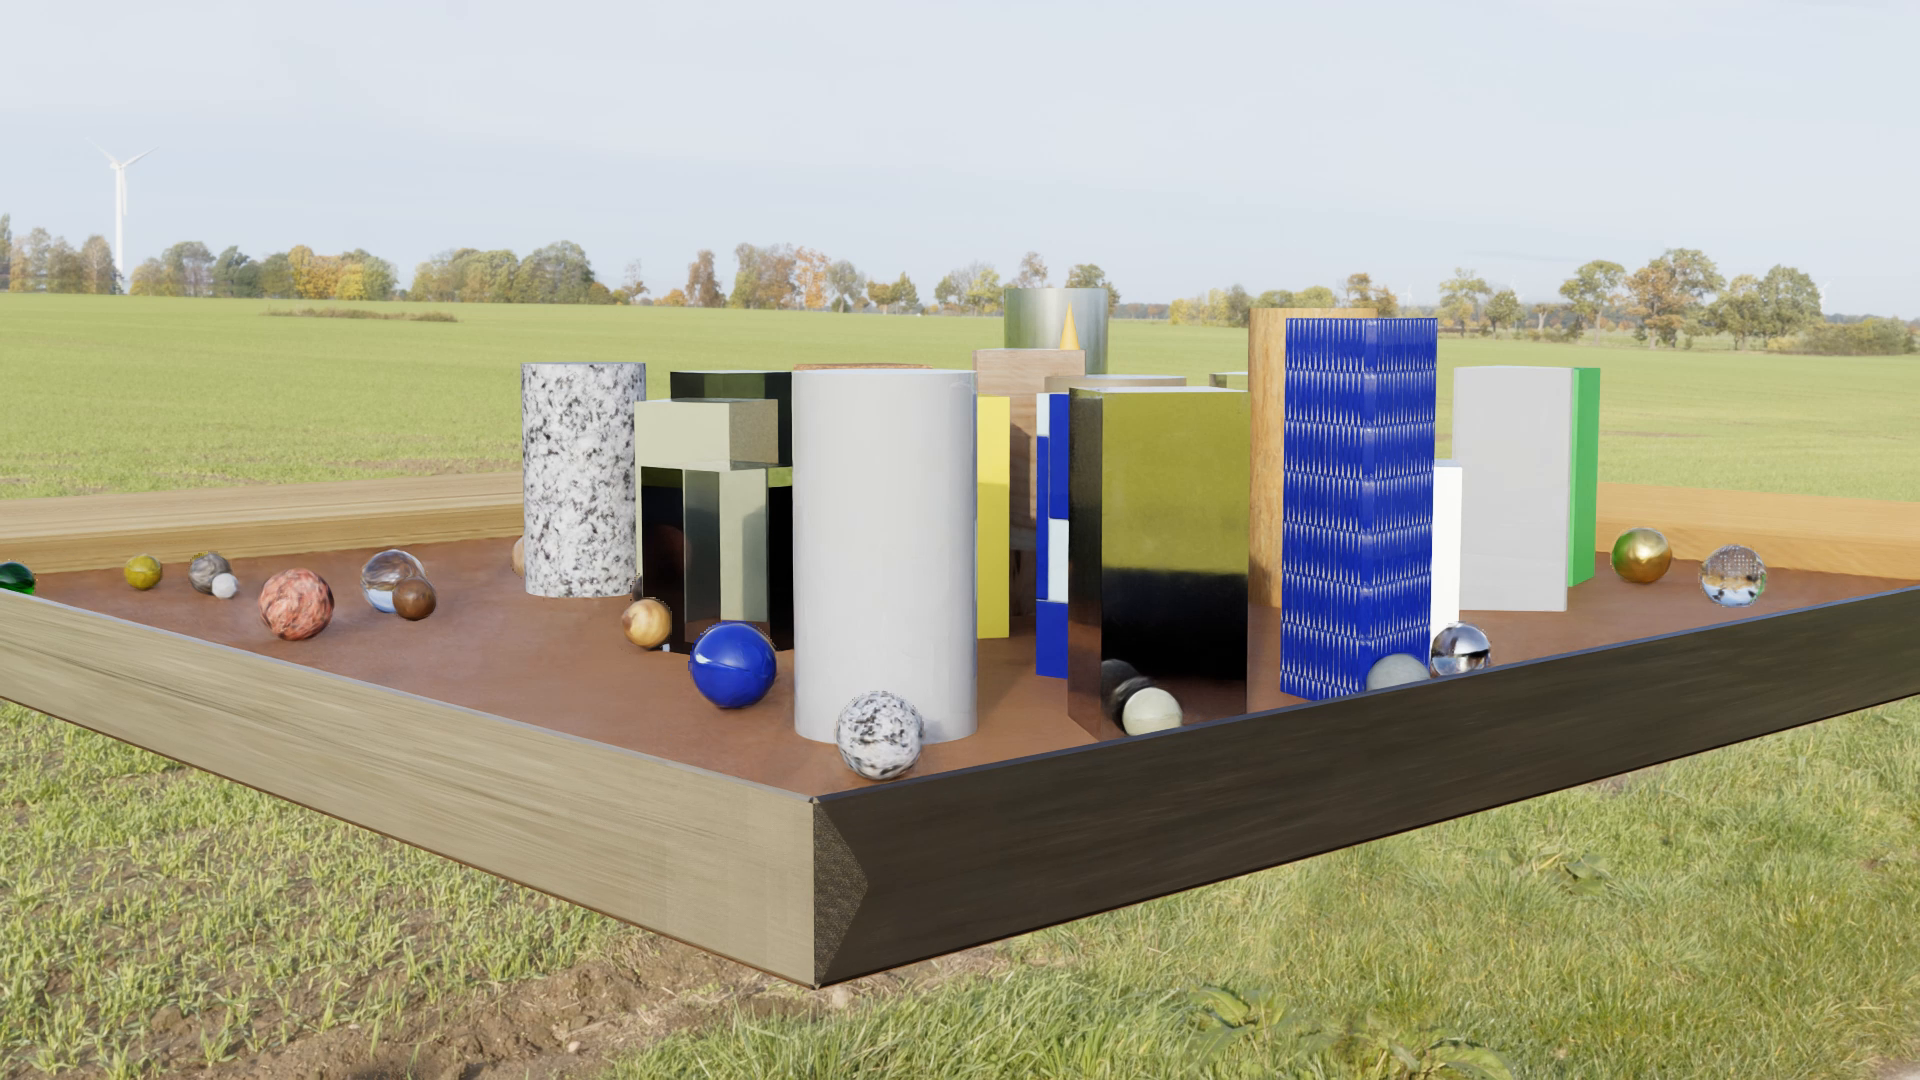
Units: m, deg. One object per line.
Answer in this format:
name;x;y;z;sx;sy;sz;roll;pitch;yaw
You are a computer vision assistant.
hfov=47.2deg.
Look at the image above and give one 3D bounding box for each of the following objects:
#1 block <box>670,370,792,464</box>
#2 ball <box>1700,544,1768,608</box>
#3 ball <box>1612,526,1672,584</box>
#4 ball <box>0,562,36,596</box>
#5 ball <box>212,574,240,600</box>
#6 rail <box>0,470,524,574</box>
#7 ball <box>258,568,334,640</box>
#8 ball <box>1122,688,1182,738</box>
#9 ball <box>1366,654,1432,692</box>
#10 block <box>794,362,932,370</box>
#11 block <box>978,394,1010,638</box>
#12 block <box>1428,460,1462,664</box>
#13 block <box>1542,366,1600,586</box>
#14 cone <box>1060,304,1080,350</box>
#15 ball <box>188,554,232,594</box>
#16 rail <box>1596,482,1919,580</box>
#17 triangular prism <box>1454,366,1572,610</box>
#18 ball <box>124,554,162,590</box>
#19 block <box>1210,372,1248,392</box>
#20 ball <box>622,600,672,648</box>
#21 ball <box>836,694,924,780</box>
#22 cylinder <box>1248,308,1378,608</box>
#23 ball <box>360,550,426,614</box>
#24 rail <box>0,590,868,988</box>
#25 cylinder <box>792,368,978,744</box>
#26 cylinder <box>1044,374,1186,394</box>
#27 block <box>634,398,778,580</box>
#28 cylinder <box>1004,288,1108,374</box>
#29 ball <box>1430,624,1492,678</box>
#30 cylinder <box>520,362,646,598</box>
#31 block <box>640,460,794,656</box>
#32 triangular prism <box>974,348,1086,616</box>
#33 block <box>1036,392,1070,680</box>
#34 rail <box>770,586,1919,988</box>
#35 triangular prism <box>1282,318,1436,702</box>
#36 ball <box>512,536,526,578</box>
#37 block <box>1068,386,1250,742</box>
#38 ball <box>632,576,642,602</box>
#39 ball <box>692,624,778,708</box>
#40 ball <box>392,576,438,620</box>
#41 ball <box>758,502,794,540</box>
block;-0.396;-0.126;3.851;0.156;0.337;0.156;-5;8;-41
ball;1.160;0.054;3.297;0.094;0.094;0.094;0;6;0
ball;1.109;0.025;3.577;0.093;0.093;0.093;0;6;0
ball;-1.430;0.066;3.316;0.067;0.067;0.067;0;6;0
ball;-1.130;0.072;3.383;0.041;0.041;0.041;0;6;0
rail;-0.891;-0.068;4.292;2.727;0.127;0.045;-5;8;-42
ball;-0.895;0.087;2.966;0.097;0.097;0.097;0;6;0
ball;0.196;0.181;2.243;0.061;0.061;0.061;0;6;0
ball;0.478;0.160;2.394;0.072;0.072;0.072;0;6;0
block;-0.147;-0.084;3.326;0.156;0.362;0.156;-3;7;-29
block;-0.030;-0.036;3.035;0.156;0.327;0.156;-2;6;-16
block;0.562;0.024;2.840;0.156;0.249;0.156;1;6;10
block;0.957;-0.109;3.636;0.156;0.349;0.156;3;7;28
cone;0.177;-0.159;3.569;0.195;0.460;0.195;0;6;0
ball;-1.173;0.054;3.443;0.064;0.064;0.064;0;6;0
rail;0.985;-0.062;4.236;0.045;0.127;2.674;-5;8;-42
triangular prism;0.823;-0.082;3.323;0.169;0.359;0.146;1;6;7
ball;-1.300;0.051;3.501;0.057;0.057;0.057;0;6;0
block;0.527;-0.120;3.796;0.156;0.335;0.156;3;7;24
ball;-0.406;0.108;2.848;0.063;0.063;0.063;0;6;0
ball;-0.076;0.187;2.087;0.082;0.082;0.082;0;6;0
cylinder;0.536;-0.129;3.354;0.195;0.446;0.195;0;6;0
ball;-0.831;0.062;3.225;0.094;0.094;0.094;0;6;0
rail;-0.985;0.128;2.428;0.045;0.127;2.674;-5;8;-42
cylinder;-0.079;0.012;2.325;0.195;0.380;0.195;0;6;0
cylinder;0.213;-0.049;3.035;0.195;0.353;0.195;0;6;0
block;-0.376;-0.053;3.280;0.156;0.310;0.156;2;6;22
cylinder;0.180;-0.229;4.128;0.195;0.483;0.195;0;6;0
ball;0.599;0.136;2.631;0.071;0.071;0.071;0;6;0
cylinder;-0.595;-0.100;3.493;0.195;0.360;0.195;0;6;0
block;-0.308;0.022;2.899;0.156;0.241;0.156;5;8;42
triangular prism;0.084;-0.090;3.266;0.169;0.386;0.146;-2;6;-14
block;0.203;-0.007;2.681;0.156;0.344;0.156;5;8;40
rail;0.891;0.134;2.372;2.727;0.127;0.045;-5;8;-42
triangular prism;0.436;-0.035;2.512;0.146;0.435;0.169;4;7;36
ball;-0.693;0.027;3.602;0.081;0.081;0.081;0;6;0
block;0.208;0.020;2.339;0.156;0.361;0.156;-1;6;-10
ball;-0.441;0.077;3.196;0.069;0.069;0.069;0;6;0
ball;-0.253;0.141;2.460;0.096;0.096;0.096;0;6;0
ball;-0.782;0.084;3.155;0.063;0.063;0.063;0;6;0
ball;-0.351;-0.037;4.249;0.076;0.076;0.076;0;6;0
